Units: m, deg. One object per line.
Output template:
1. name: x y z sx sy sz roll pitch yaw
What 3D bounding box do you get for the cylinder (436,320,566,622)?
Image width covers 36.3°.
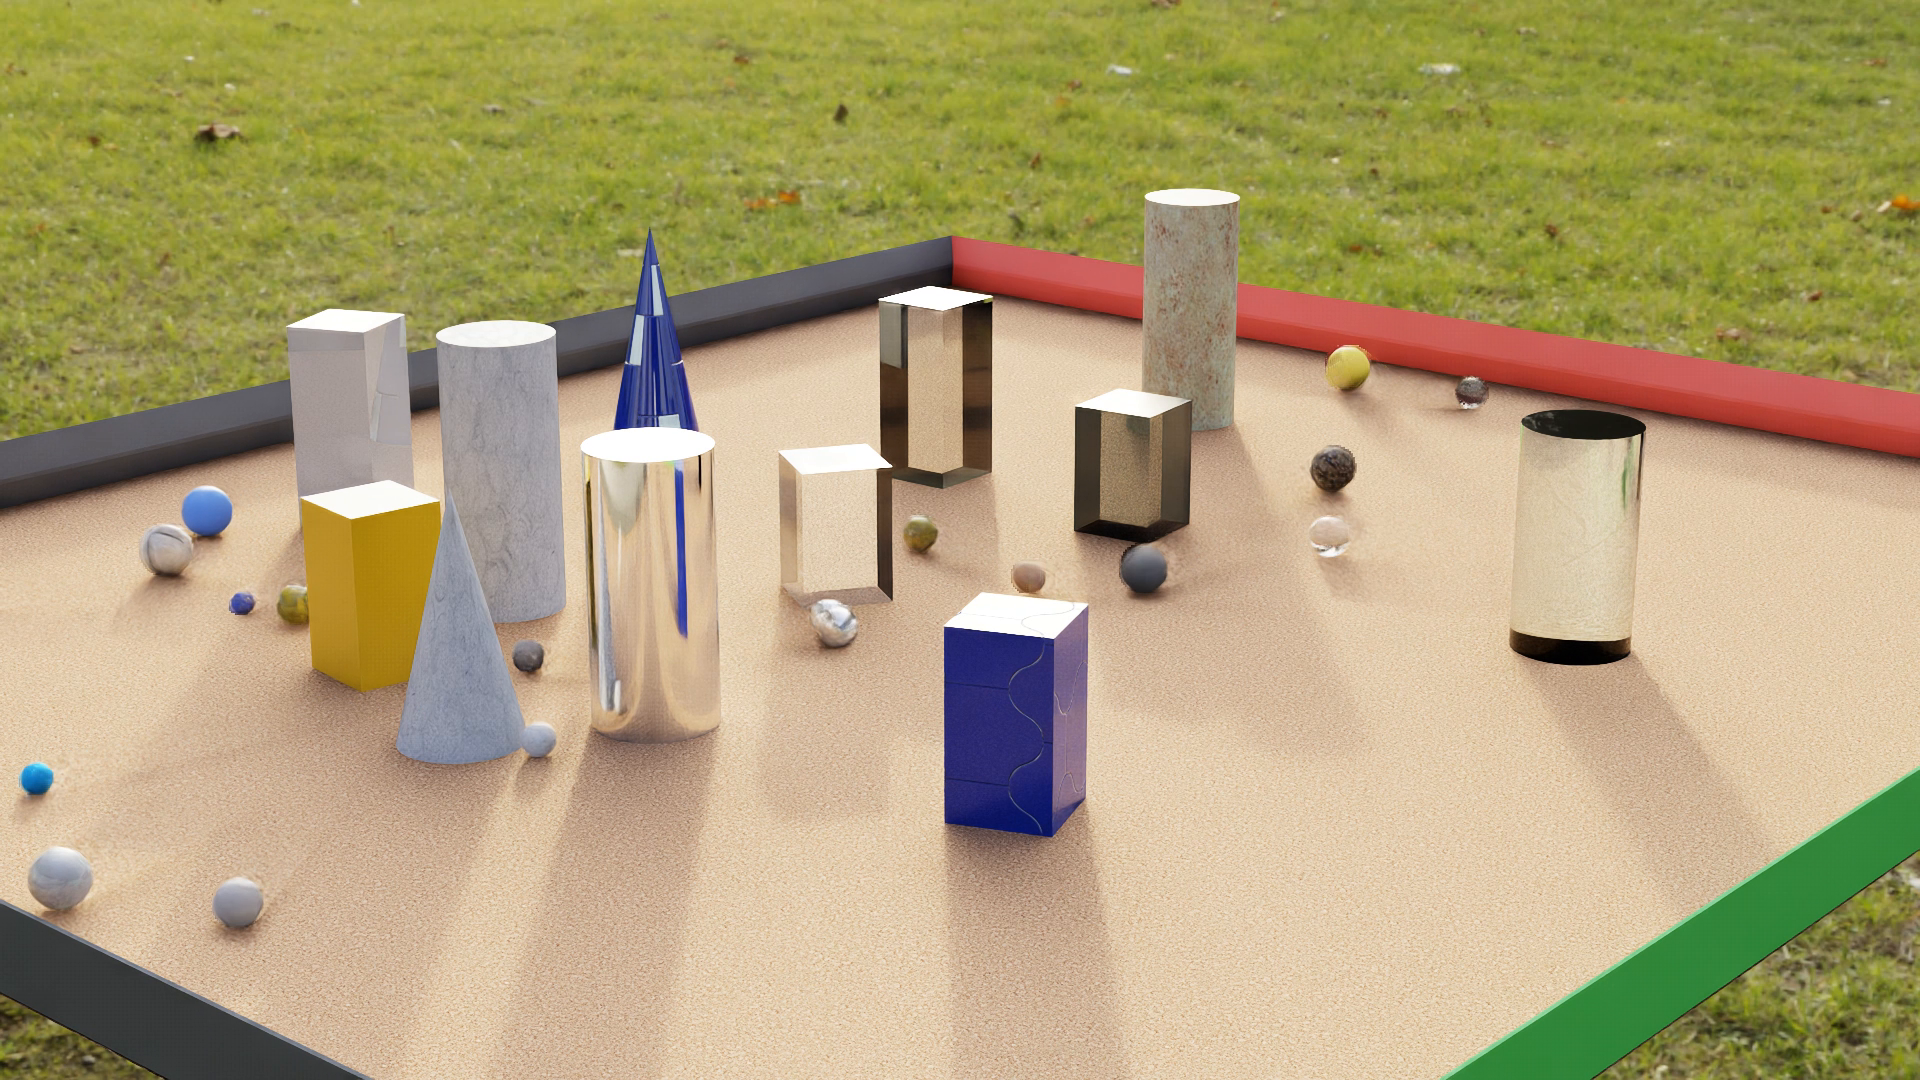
1. cylinder: -0.782 -0.118 5.014 0.200 0.481 0.200 0 17 0

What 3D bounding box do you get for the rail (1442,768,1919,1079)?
1. rail: 1.305 0.359 4.035 0.045 0.130 3.969 14 22 39

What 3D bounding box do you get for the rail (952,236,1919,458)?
1. rail: 1.285 -0.394 6.537 3.505 0.130 0.045 14 22 39

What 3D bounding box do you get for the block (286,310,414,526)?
1. block: -1.147 -0.226 5.536 0.160 0.386 0.160 5 18 17

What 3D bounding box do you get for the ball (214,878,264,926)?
1. ball: -0.934 0.468 3.794 0.062 0.062 0.062 0 17 0

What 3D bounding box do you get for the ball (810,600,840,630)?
1. ball: -0.223 0.129 4.927 0.059 0.059 0.059 0 17 0

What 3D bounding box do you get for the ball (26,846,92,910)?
1. ball: -1.179 0.443 3.840 0.083 0.083 0.083 0 17 0

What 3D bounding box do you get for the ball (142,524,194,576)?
1. ball: -1.416 0.018 5.240 0.090 0.090 0.090 0 17 0

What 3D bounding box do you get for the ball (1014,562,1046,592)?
1. ball: 0.122 0.065 5.144 0.056 0.056 0.056 0 17 0

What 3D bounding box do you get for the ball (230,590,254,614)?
1. ball: -1.230 0.107 5.030 0.040 0.040 0.040 0 17 0

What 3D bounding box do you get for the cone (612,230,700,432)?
1. cone: -0.626 -0.406 5.979 0.200 0.476 0.200 0 17 0

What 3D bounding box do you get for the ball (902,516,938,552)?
1. ball: -0.074 -0.011 5.383 0.064 0.064 0.064 0 17 0

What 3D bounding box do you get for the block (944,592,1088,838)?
1. block: 0.080 0.245 4.137 0.160 0.292 0.160 6 18 19

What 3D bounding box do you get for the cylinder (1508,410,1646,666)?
1. cylinder: 1.013 -0.006 4.817 0.200 0.380 0.200 0 17 0

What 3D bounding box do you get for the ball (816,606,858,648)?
1. ball: -0.203 0.144 4.860 0.068 0.068 0.068 0 17 0

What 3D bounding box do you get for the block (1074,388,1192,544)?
1. block: 0.324 -0.140 5.499 0.160 0.242 0.160 11 20 32

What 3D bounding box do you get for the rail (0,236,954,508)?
1. rail: -1.305 -0.294 6.205 0.045 0.130 3.969 14 22 39

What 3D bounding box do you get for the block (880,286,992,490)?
1. block: -0.047 -0.305 5.844 0.160 0.361 0.160 13 21 36

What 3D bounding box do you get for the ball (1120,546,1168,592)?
1. ball: 0.323 0.051 5.145 0.082 0.082 0.082 0 17 0

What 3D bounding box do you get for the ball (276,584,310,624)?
1. ball: -1.127 0.108 4.980 0.067 0.067 0.067 0 17 0

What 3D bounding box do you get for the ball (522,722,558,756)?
1. ball: -0.627 0.297 4.377 0.053 0.053 0.053 0 17 0

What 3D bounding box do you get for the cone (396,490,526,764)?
1. cone: -0.755 0.113 4.391 0.200 0.398 0.200 0 17 0

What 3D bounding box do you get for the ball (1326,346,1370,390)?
1. ball: 0.870 -0.386 6.571 0.096 0.096 0.096 0 17 0

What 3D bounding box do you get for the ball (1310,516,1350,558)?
1. ball: 0.674 -0.006 5.347 0.074 0.074 0.074 0 17 0

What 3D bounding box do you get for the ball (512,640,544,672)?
1. ball: -0.698 0.188 4.741 0.052 0.052 0.052 0 17 0

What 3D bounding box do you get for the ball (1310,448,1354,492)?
1. ball: 0.732 -0.139 5.769 0.087 0.087 0.087 0 17 0

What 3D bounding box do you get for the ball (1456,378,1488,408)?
1. ball: 1.117 -0.320 6.402 0.068 0.068 0.068 0 17 0

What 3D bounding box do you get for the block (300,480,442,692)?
1. block: -0.941 0.072 4.720 0.160 0.287 0.160 -14 22 -38

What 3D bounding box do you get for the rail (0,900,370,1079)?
1. rail: -1.285 0.459 3.702 3.505 0.130 0.045 14 22 39

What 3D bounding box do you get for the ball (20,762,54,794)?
1. ball: -1.333 0.344 4.235 0.046 0.046 0.046 0 17 0

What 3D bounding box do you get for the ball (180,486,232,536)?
1. ball: -1.407 -0.055 5.474 0.094 0.094 0.094 0 17 0

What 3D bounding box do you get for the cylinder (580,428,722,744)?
1. cylinder: -0.468 0.068 4.464 0.200 0.442 0.200 0 17 0

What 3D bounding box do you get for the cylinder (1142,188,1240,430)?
1. cylinder: 0.490 -0.492 6.251 0.200 0.483 0.200 0 17 0

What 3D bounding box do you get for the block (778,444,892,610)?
1. block: -0.217 -0.024 5.114 0.160 0.244 0.160 -5 18 -17
